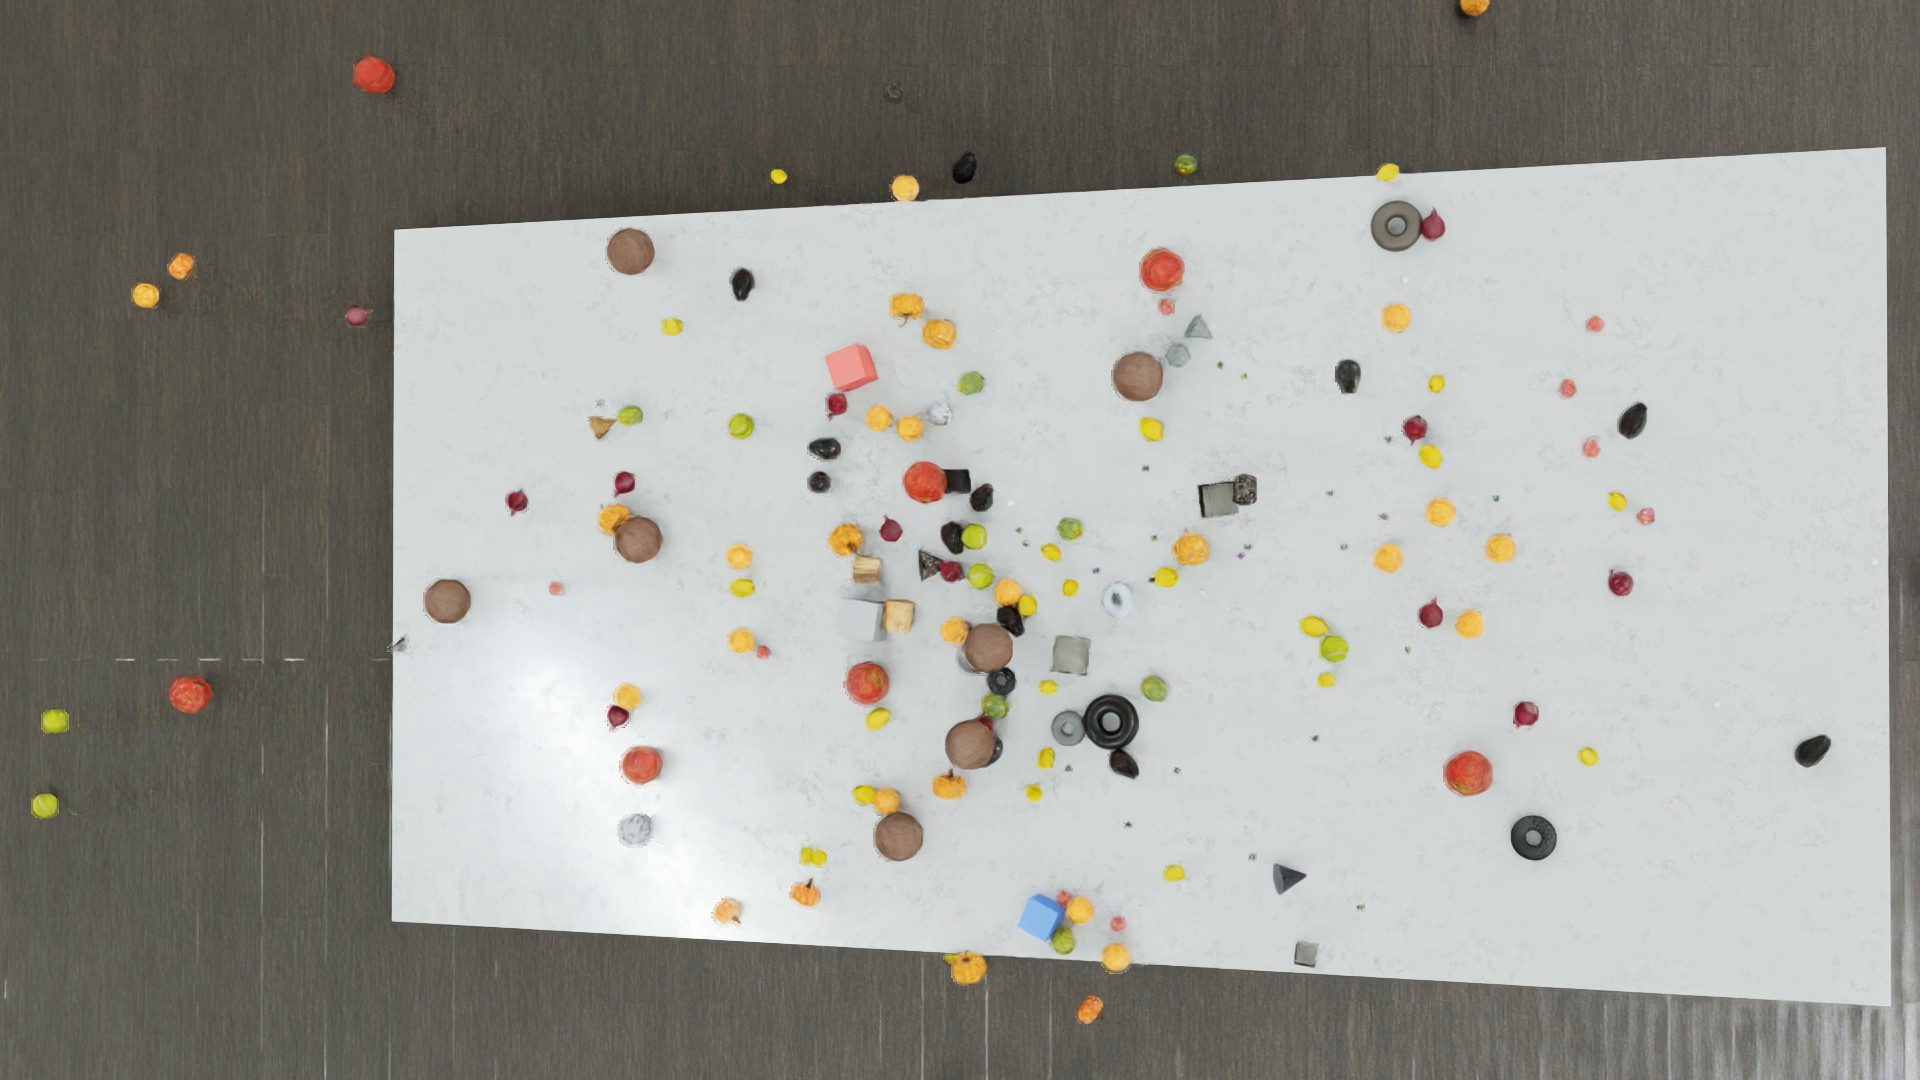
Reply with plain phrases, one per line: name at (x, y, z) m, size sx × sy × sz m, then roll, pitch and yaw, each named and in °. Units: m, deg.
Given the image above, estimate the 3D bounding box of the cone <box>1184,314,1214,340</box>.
cone at (0.621, -0.530, 5.618) m, size 0.067 × 0.067 × 0.067 m, roll 32°, pitch 89°, yaw -11°

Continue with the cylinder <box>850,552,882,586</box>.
cylinder at (-0.250, 0.080, 5.871) m, size 0.070 × 0.070 × 0.070 m, roll 14°, pitch 76°, yaw 0°

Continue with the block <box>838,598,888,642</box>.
block at (-0.254, 0.212, 5.857) m, size 0.100 × 0.100 × 0.100 m, roll 9°, pitch 92°, yaw 18°

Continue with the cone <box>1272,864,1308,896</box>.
cone at (0.837, 0.848, 5.524) m, size 0.081 × 0.081 × 0.081 m, roll -6°, pitch 89°, yaw -9°

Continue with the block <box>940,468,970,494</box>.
block at (-0.011, -0.155, 5.804) m, size 0.060 × 0.060 × 0.060 m, roll -4°, pitch 88°, yaw 18°

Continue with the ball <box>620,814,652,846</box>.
ball at (-0.895, 0.799, 6.065) m, size 0.088 × 0.088 × 0.088 m, roll 0°, pitch 89°, yaw 0°

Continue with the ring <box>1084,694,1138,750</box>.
ring at (0.390, 0.470, 5.670) m, size 0.146 × 0.049 × 0.146 m, roll 0°, pitch 90°, yaw 18°

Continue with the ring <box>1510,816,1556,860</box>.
ring at (1.394, 0.724, 5.344) m, size 0.111 × 0.037 × 0.111 m, roll 0°, pitch 90°, yaw 20°

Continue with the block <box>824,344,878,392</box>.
block at (-0.291, -0.460, 5.882) m, size 0.094 × 0.094 × 0.094 m, roll -21°, pitch 83°, yaw 17°

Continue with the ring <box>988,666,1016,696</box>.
ring at (0.109, 0.370, 5.775) m, size 0.079 × 0.026 × 0.079 m, roll 0°, pitch 91°, yaw 18°

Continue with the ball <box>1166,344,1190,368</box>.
ball at (0.557, -0.471, 5.621) m, size 0.062 × 0.062 × 0.062 m, roll 0°, pitch 89°, yaw 0°

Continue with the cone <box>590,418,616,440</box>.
cone at (-0.988, -0.322, 6.132) m, size 0.068 × 0.068 × 0.068 m, roll -20°, pitch 89°, yaw -1°

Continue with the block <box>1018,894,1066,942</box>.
block at (0.212, 0.978, 5.702) m, size 0.084 × 0.084 × 0.084 m, roll 27°, pitch 97°, yaw 17°

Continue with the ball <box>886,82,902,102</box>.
ball at (-0.194, -1.314, 6.453) m, size 0.052 × 0.052 × 0.052 m, roll 0°, pitch 89°, yaw 0°

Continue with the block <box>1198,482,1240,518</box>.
block at (0.655, -0.102, 5.573) m, size 0.082 × 0.082 × 0.082 m, roll -7°, pitch 87°, yaw 18°

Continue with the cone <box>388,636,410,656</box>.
cone at (-1.602, 0.315, 6.333) m, size 0.059 × 0.059 × 0.059 m, roll -42°, pitch 104°, yaw -1°

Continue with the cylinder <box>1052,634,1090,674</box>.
cylinder at (0.287, 0.296, 5.682) m, size 0.093 × 0.093 × 0.093 m, roll 5°, pitch 90°, yaw 0°

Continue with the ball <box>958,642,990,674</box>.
ball at (0.035, 0.309, 5.768) m, size 0.086 × 0.086 × 0.086 m, roll 0°, pitch 89°, yaw 0°

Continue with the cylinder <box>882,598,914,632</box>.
cylinder at (-0.165, 0.200, 5.836) m, size 0.079 × 0.079 × 0.079 m, roll 6°, pitch 94°, yaw 0°

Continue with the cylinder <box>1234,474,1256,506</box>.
cylinder at (0.720, -0.126, 5.553) m, size 0.057 × 0.057 × 0.057 m, roll 7°, pitch 55°, yaw 0°

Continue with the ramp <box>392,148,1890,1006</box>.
ramp at (0.276, 0.092, 5.790) m, size 4.000 × 0.100 × 2.000 m, roll 0°, pitch 89°, yaw 18°

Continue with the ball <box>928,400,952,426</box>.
ball at (-0.053, -0.335, 5.816) m, size 0.067 × 0.067 × 0.067 m, roll 0°, pitch 89°, yaw 0°

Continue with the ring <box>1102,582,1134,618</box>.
ring at (0.406, 0.154, 5.668) m, size 0.094 × 0.031 × 0.094 m, roll 2°, pitch 94°, yaw 38°

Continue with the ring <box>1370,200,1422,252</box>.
ring at (1.085, -0.780, 5.463) m, size 0.129 × 0.043 × 0.129 m, roll -1°, pitch 88°, yaw 19°

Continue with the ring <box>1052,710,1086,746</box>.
ring at (0.282, 0.490, 5.714) m, size 0.094 × 0.031 × 0.094 m, roll -1°, pitch 88°, yaw 19°

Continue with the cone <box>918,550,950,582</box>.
cone at (-0.063, 0.066, 5.829) m, size 0.083 × 0.083 × 0.083 m, roll -4°, pitch 89°, yaw -9°

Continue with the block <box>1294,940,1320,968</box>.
block at (0.868, 1.036, 5.503) m, size 0.052 × 0.052 × 0.052 m, roll 8°, pitch 92°, yaw 18°
